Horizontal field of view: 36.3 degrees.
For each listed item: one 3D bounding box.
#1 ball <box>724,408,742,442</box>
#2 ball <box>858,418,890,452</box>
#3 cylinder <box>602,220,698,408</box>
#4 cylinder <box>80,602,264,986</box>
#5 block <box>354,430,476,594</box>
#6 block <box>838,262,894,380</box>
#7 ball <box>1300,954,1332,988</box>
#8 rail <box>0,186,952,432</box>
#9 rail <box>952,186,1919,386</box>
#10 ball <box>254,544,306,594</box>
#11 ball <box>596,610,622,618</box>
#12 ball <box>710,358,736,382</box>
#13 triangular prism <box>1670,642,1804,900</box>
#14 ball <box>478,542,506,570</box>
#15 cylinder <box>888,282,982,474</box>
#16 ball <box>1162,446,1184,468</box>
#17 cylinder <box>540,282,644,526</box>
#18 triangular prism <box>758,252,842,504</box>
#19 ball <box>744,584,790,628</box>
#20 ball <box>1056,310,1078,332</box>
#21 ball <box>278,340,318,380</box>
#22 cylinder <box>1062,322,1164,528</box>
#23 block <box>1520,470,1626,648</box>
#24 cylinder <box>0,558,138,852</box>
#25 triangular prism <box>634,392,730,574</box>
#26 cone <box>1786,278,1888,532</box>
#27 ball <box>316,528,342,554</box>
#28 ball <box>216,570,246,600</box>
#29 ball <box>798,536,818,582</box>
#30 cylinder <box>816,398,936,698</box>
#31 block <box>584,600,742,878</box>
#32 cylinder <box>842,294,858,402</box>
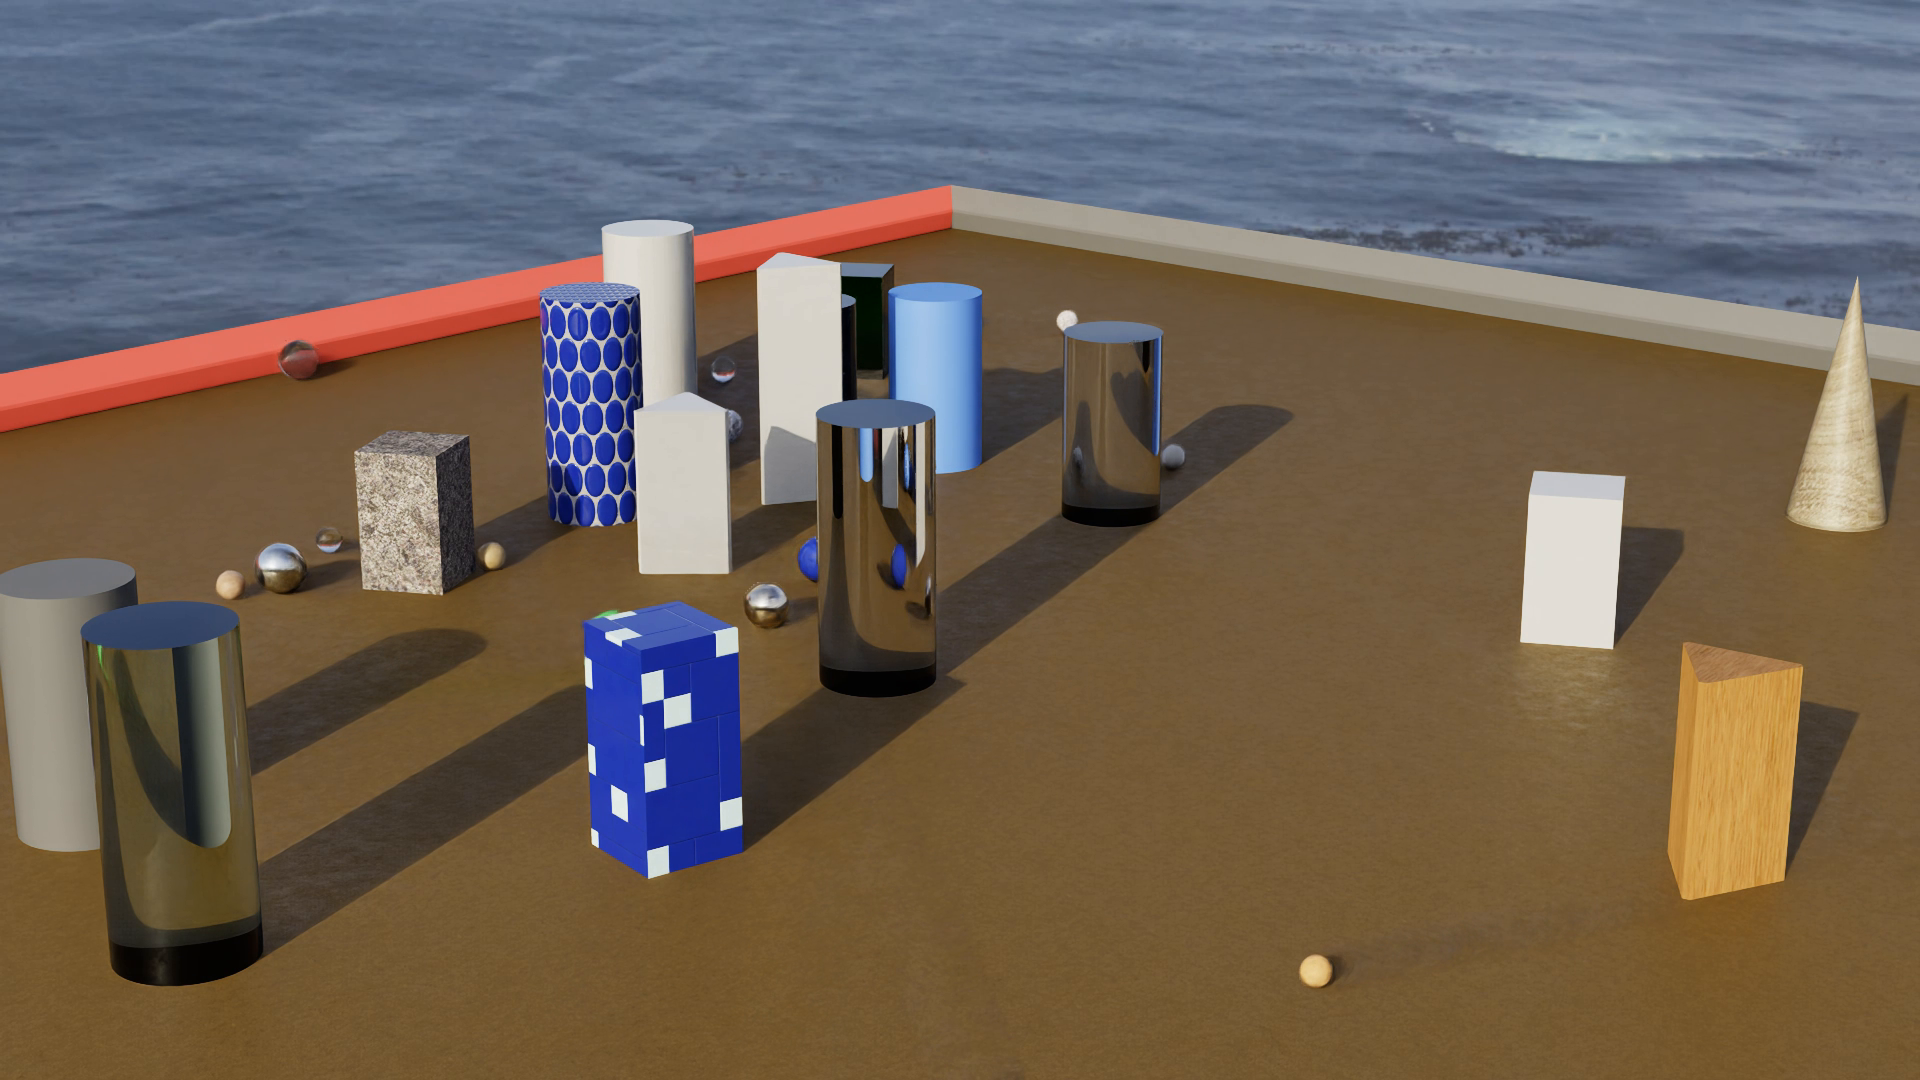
[{"bbox_3d":[-0.488,-0.238,6.105,0.069,0.069,0.069,0,17,0],"label":"ball"},{"bbox_3d":[-0.173,-0.217,6.028,0.072,0.072,0.072,0,17,0],"label":"ball"},{"bbox_3d":[-0.642,-0.429,6.092,0.188,0.442,0.188,0,17,0],"label":"cylinder"},{"bbox_3d":[-0.976,0.313,3.642,0.188,0.438,0.188,0,17,0],"label":"cylinder"},{"bbox_3d":[-0.959,-0.050,5.169,0.150,0.250,0.150,4,17,13],"label":"block"},{"bbox_3d":[-0.237,-0.500,6.682,0.150,0.236,0.150,3,17,9],"label":"block"},{"bbox_3d":[0.438,0.531,3.610,0.041,0.041,0.041,0,17,0],"label":"ball"},{"bbox_3d":[-1.680,-0.391,6.517,0.045,0.122,5.100,14,22,39],"label":"rail"},{"bbox_3d":[1.656,-0.521,6.947,4.497,0.122,0.045,14,22,39],"label":"rail"},{"bbox_3d":[-1.187,0.049,5.121,0.088,0.088,0.088,0,17,0],"label":"ball"},{"bbox_3d":[-0.564,0.158,4.765,0.087,0.087,0.087,0,17,0],"label":"ball"},{"bbox_3d":[-0.534,-0.384,6.610,0.056,0.056,0.056,0,17,0],"label":"ball"},{"bbox_3d":[1.003,0.301,3.918,0.163,0.303,0.141,-7,18,-23],"label":"triangular prism"},{"bbox_3d":[-0.839,0.029,5.254,0.051,0.051,0.051,0,17,0],"label":"ball"},{"bbox_3d":[-0.050,-0.328,5.916,0.188,0.351,0.188,0,17,0],"label":"cylinder"},{"bbox_3d":[0.430,-0.168,5.911,0.047,0.047,0.047,0,17,0],"label":"ball"},{"bbox_3d":[-0.693,-0.258,5.548,0.188,0.429,0.188,0,17,0],"label":"cylinder"},{"bbox_3d":[-0.325,-0.316,5.684,0.163,0.462,0.141,-5,18,-17],"label":"triangular prism"},{"bbox_3d":[-0.325,0.111,4.937,0.076,0.076,0.076,0,17,0],"label":"ball"},{"bbox_3d":[0.260,-0.528,7.091,0.053,0.053,0.053,0,17,0],"label":"ball"},{"bbox_3d":[-1.496,-0.407,6.630,0.089,0.089,0.089,0,17,0],"label":"ball"},{"bbox_3d":[0.288,-0.221,5.554,0.188,0.354,0.188,0,17,0],"label":"cylinder"},{"bbox_3d":[1.023,0.032,4.891,0.150,0.255,0.150,4,17,13],"label":"block"},{"bbox_3d":[-1.224,0.226,4.060,0.188,0.363,0.188,0,17,0],"label":"cylinder"},{"bbox_3d":[-0.491,-0.104,5.266,0.163,0.298,0.141,0,17,0],"label":"triangular prism"},{"bbox_3d":[1.667,-0.267,5.510,0.188,0.469,0.188,0,17,0],"label":"cone"},{"bbox_3d":[-1.152,0.001,5.354,0.047,0.047,0.047,0,17,0],"label":"ball"},{"bbox_3d":[-1.265,0.078,5.089,0.052,0.052,0.052,0,17,0],"label":"ball"},{"bbox_3d":[-0.247,0.034,5.185,0.081,0.081,0.081,0,17,0],"label":"ball"},{"bbox_3d":[-0.132,0.012,4.642,0.188,0.437,0.188,0,17,0],"label":"cylinder"},{"bbox_3d":[-0.403,0.269,3.988,0.150,0.324,0.150,-12,21,-35],"label":"block"},{"bbox_3d":[-0.303,-0.327,5.957,0.188,0.324,0.188,0,17,0],"label":"cylinder"}]
